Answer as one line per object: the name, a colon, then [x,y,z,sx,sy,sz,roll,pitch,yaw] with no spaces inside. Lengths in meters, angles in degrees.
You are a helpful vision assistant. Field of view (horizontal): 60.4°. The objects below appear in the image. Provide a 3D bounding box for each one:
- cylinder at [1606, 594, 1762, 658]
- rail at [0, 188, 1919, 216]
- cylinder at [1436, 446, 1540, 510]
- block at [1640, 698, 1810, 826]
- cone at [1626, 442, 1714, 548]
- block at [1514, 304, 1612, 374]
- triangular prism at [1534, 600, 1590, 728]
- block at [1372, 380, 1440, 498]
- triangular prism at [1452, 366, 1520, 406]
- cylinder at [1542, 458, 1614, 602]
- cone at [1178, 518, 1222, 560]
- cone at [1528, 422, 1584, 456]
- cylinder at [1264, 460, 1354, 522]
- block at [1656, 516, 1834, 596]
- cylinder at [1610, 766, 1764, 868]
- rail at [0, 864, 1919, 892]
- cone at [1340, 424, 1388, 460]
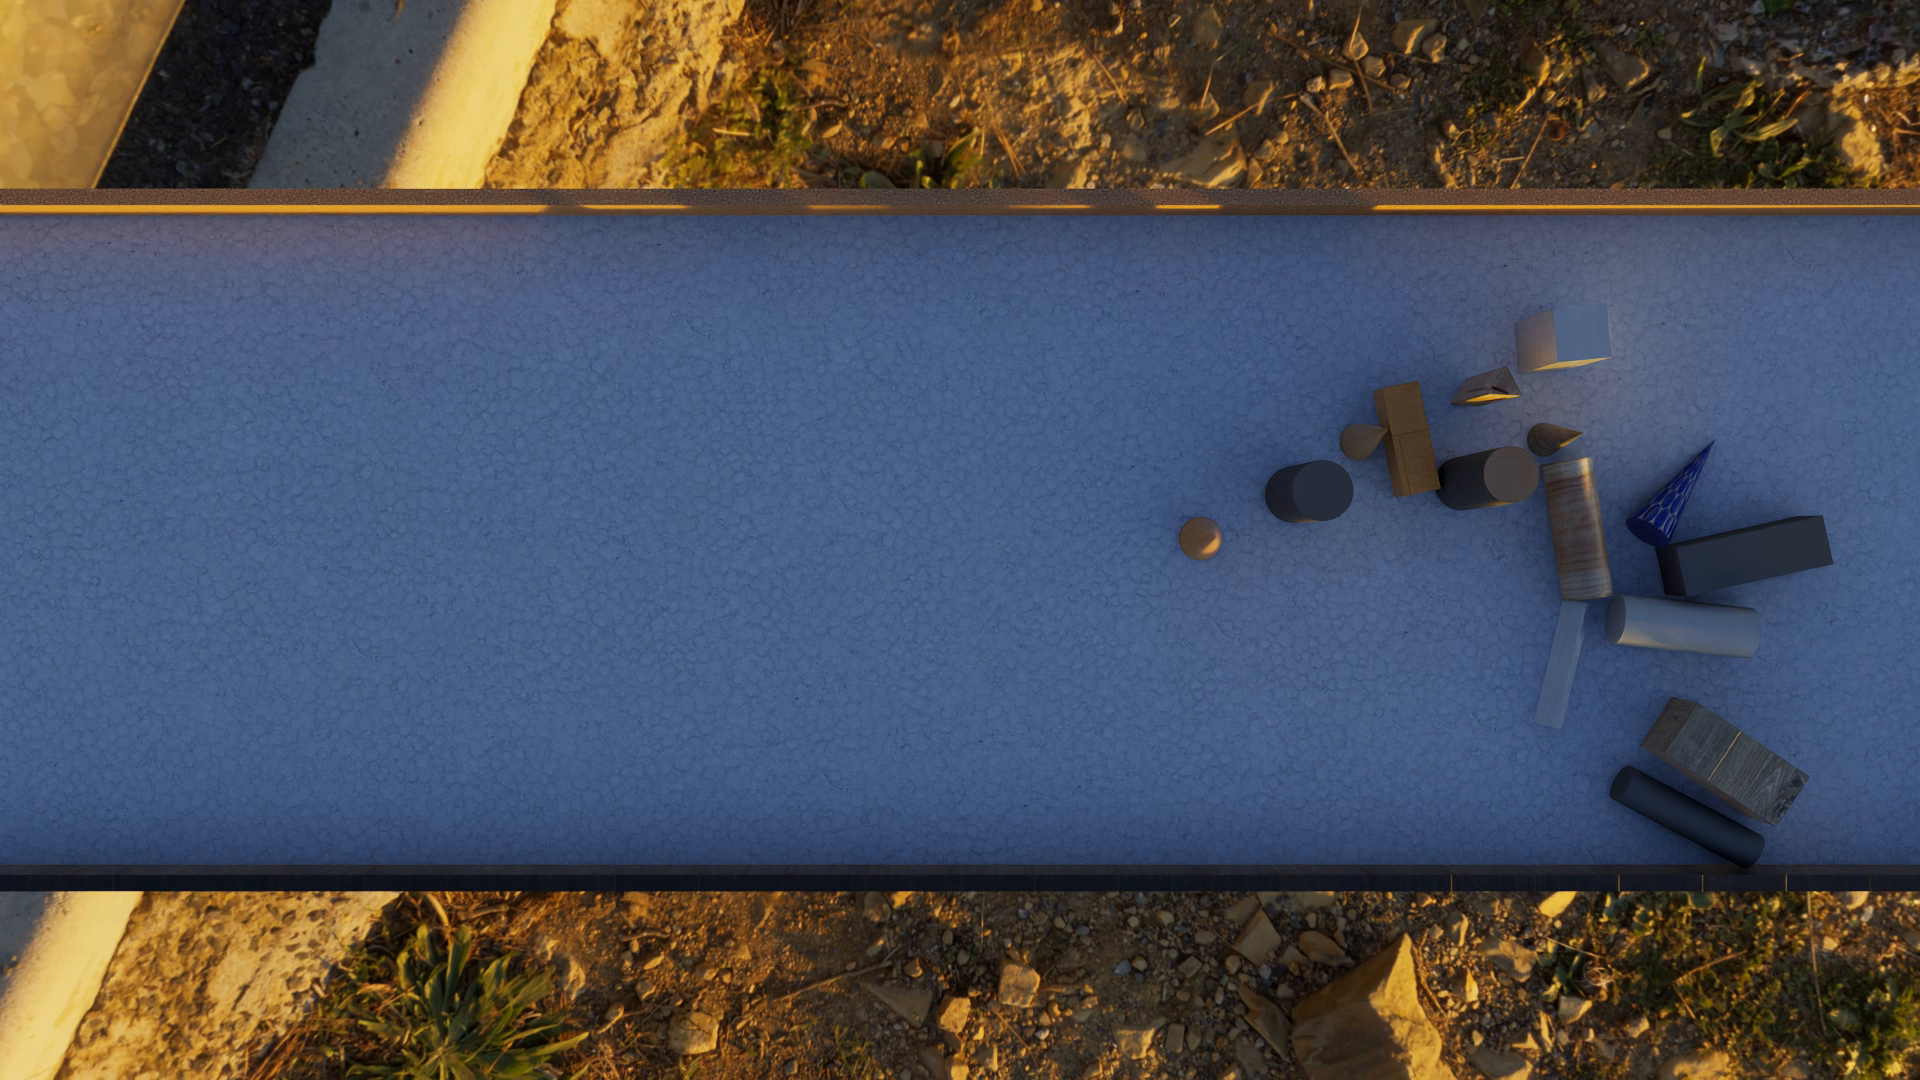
cylinder: [2.190,0.261,5.000,0.408,0.153,0.153,6,90,0]
rail: [-2.247,-1.025,5.002,12.000,0.150,0.050,0,90,0]
cylinder: [1.555,-0.180,4.883,0.164,0.372,0.164,0,88,-5]
block: [2.309,0.668,4.987,0.398,0.180,0.180,34,90,0]
cone: [2.206,-0.167,5.042,0.140,0.140,0.381,40,79,0]
block: [1.792,-0.597,4.913,0.156,0.328,0.156,-5,90,0]
triangular prism: [1.853,0.381,5.037,0.087,0.075,0.392,13,90,0]
block: [1.359,-0.306,5.020,0.112,0.112,0.333,-12,90,0]
triangular prism: [1.559,-0.457,4.894,0.093,0.365,0.080,2,90,0]
cylinder: [1.873,-0.033,5.004,0.146,0.146,0.420,-9,90,0]
cone: [0.740,-0.004,4.926,0.133,0.300,0.133,0,90,0]
cone: [1.797,-0.309,4.913,0.104,0.326,0.104,0,90,0]
cylinder: [1.025,-0.140,4.868,0.173,0.418,0.173,0,90,0]
block: [2.375,0.048,5.002,0.449,0.149,0.149,-12,90,0]
cylinder: [2.211,0.843,5.019,0.449,0.116,0.116,28,90,0]
rail: [-2.247,1.025,5.001,12.000,0.150,0.050,0,90,0]
cone: [1.219,-0.308,4.871,0.116,0.406,0.116,0,88,2]
